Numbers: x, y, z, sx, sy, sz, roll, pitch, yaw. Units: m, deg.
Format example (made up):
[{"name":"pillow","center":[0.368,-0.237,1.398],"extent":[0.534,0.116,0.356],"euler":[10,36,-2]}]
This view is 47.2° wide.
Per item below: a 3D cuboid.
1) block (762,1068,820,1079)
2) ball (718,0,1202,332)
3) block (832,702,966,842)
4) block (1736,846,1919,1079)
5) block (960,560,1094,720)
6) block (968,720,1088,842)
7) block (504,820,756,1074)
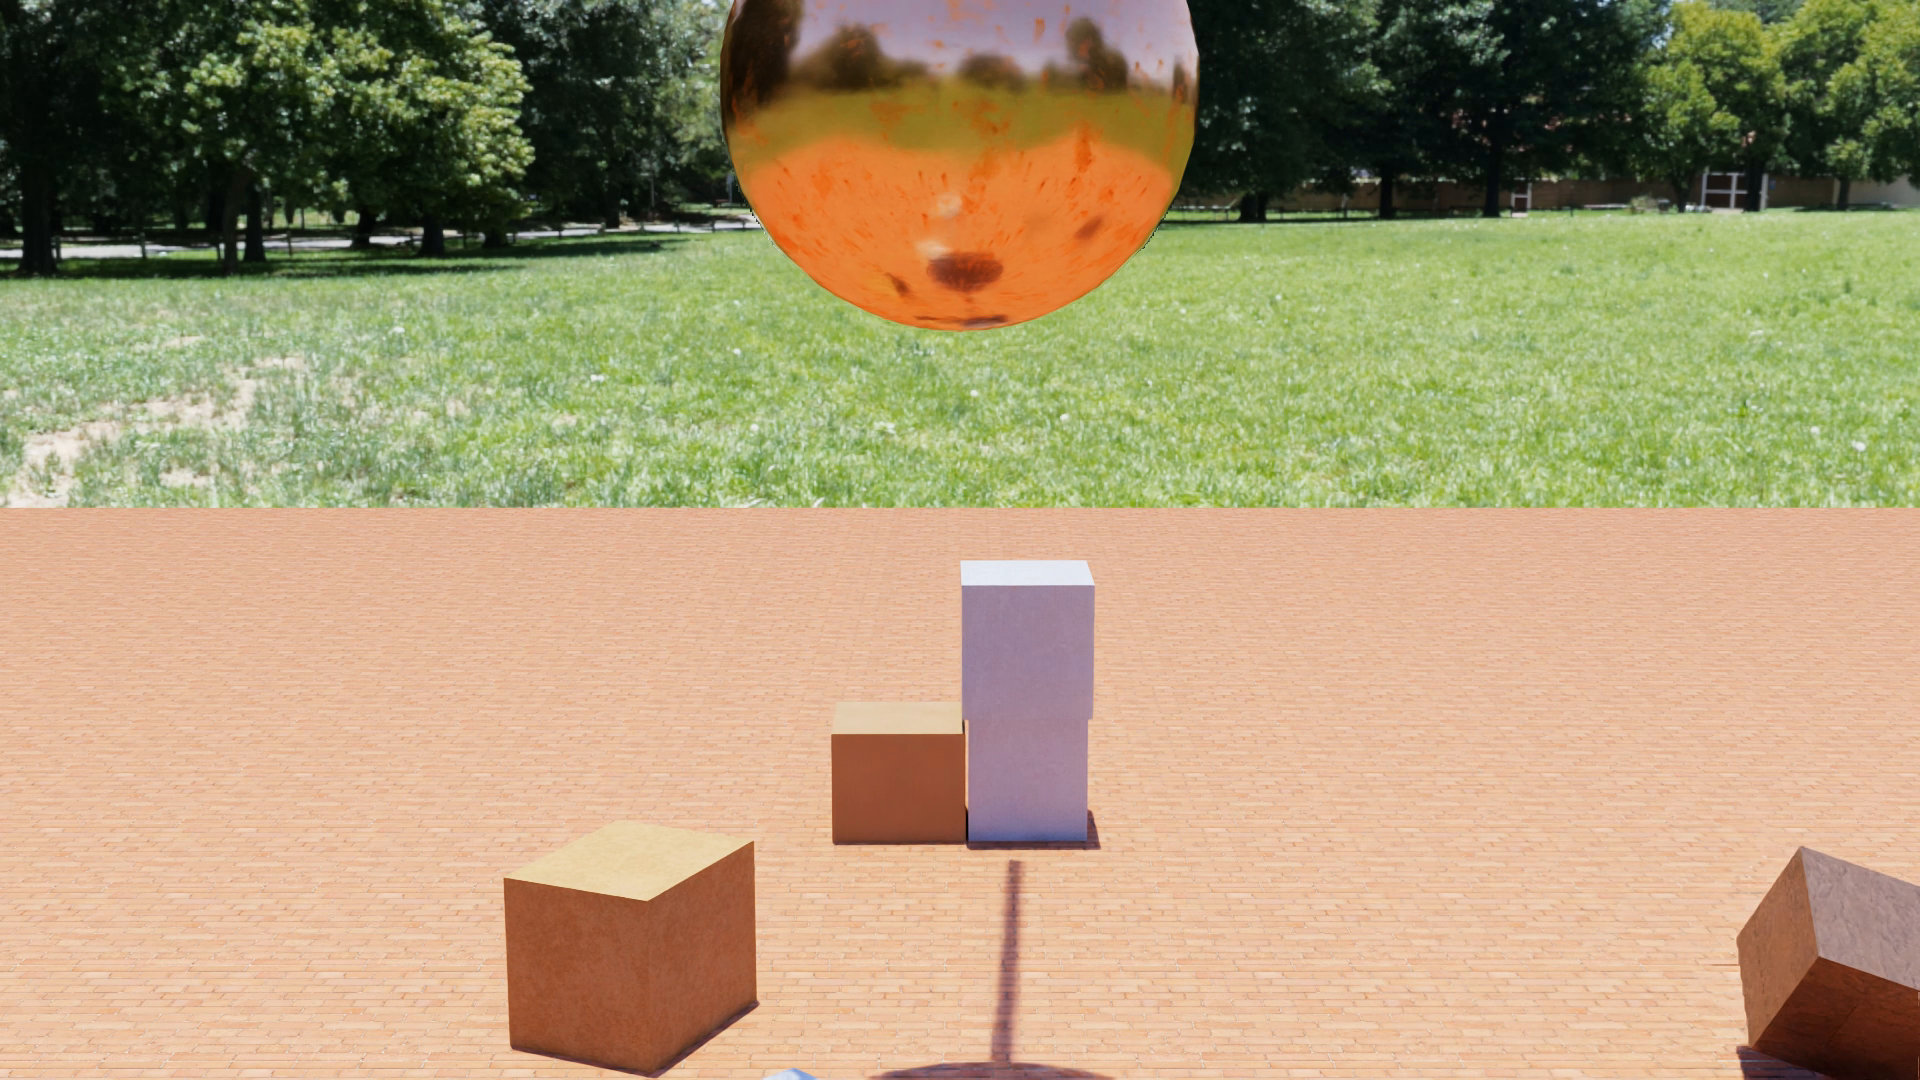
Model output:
[{"name":"block","center":[-0.565,2.050,6.925],"extent":[0.559,0.488,0.535],"euler":[-10,14,-43]},{"name":"ball","center":[0.000,-1.498,7.316],"extent":[1.600,1.600,1.600],"euler":[0,10,0]},{"name":"block","center":[-0.312,1.195,11.399],"extent":[0.674,0.570,0.641],"euler":[0,10,-1]},{"name":"block","center":[3.338,1.618,8.197],"extent":[0.627,0.524,0.591],"euler":[19,36,1]},{"name":"block","center":[0.335,0.503,11.249],"extent":[0.658,0.686,0.644],"euler":[0,10,-1]},{"name":"block","center":[0.344,1.157,11.387],"extent":[0.601,0.650,0.575],"euler":[0,10,0]},{"name":"block","center":[-1.305,1.605,8.812],"extent":[0.655,0.690,0.806],"euler":[5,11,24]}]
